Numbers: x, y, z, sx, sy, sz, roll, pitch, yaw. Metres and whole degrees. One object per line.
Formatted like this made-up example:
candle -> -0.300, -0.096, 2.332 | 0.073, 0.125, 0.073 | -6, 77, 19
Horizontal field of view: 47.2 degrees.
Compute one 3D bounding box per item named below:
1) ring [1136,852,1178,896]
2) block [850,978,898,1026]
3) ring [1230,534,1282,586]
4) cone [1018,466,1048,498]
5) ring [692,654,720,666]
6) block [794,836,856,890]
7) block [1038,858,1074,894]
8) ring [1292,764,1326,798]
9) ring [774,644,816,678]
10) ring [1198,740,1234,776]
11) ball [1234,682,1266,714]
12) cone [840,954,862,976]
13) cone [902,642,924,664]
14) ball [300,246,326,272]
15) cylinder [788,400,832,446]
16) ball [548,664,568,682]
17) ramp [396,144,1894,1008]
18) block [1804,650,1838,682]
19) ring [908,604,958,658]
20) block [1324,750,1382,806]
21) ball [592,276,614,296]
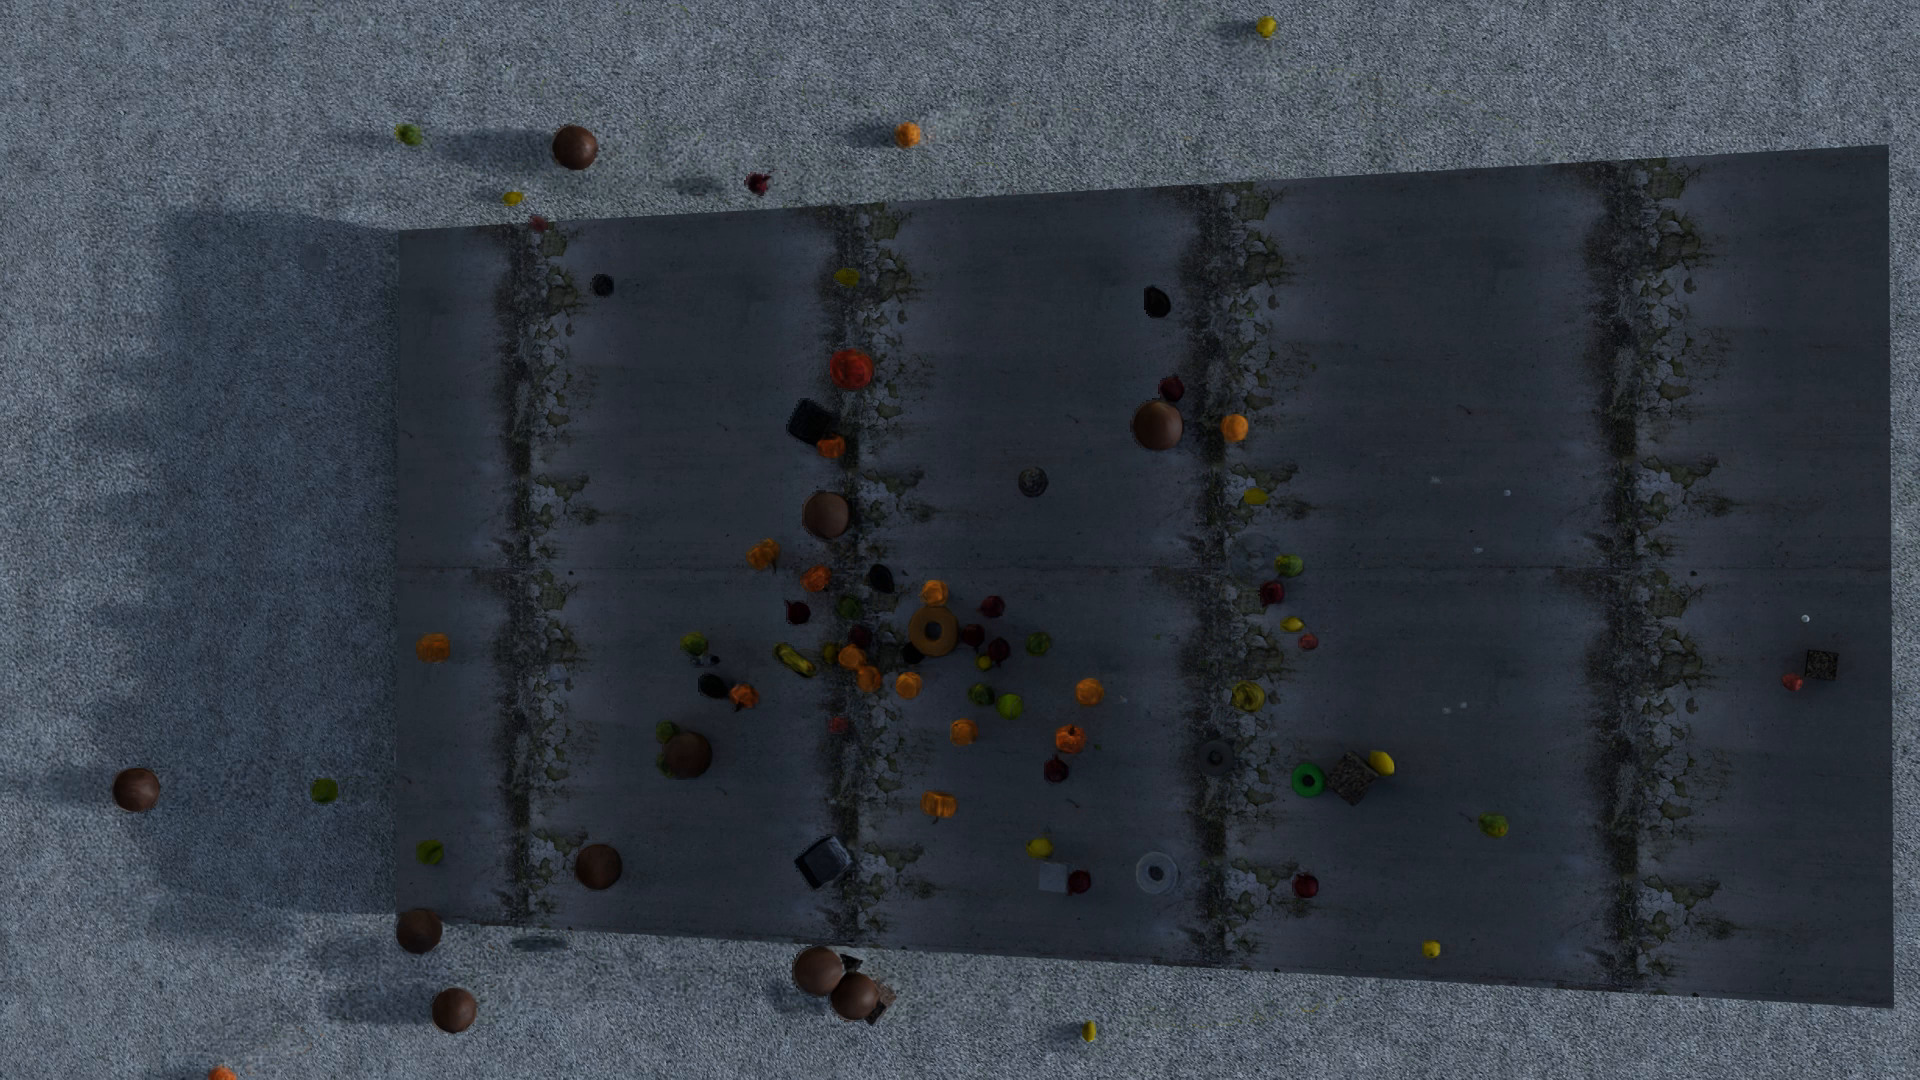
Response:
ring -> 0.503, 0.853, 5.621 | 0.111, 0.037, 0.111 | 0, 89, 20
block -> -0.249, 1.344, 6.399 | 0.083, 0.083, 0.083 | 39, 111, 12
ring -> 0.745, 0.052, 5.545 | 0.134, 0.045, 0.134 | 0, 89, 19
cone -> 0.178, -0.153, 5.721 | 0.082, 0.082, 0.082 | 0, 89, 19
ring -> -0.697, 0.329, 6.015 | 0.077, 0.077, 0.026 | 4, 97, 0
block -> -0.362, 0.864, 5.883 | 0.098, 0.098, 0.098 | -40, 78, 14
block -> 0.249, 0.869, 5.689 | 0.071, 0.071, 0.071 | 6, 91, 19
ring -> 0.873, 0.603, 5.503 | 0.087, 0.029, 0.087 | 0, 90, 18
ring -> -0.441, 0.326, 5.901 | 0.131, 0.131, 0.044 | 36, 85, 0
ring -> 0.651, 0.552, 5.578 | 0.093, 0.031, 0.093 | 0, 89, 18
ball -> 0.728, 0.396, 5.527 | 0.080, 0.080, 0.080 | 0, 89, 0
cone -> -0.316, 1.182, 6.178 | 0.061, 0.061, 0.061 | 41, 89, 21
cone -> -0.135, 0.301, 5.832 | 0.062, 0.062, 0.062 | 0, 89, 19
ball -> -1.895, -0.825, 6.447 | 0.075, 0.075, 0.075 | 0, 89, 0
cylinder -> -0.404, -0.315, 5.915 | 0.091, 0.091, 0.091 | 29, 98, 0
ball -> -1.131, 0.373, 6.174 | 0.054, 0.054, 0.054 | 0, 89, 0
ramp -> 0.278, 0.091, 5.780 | 4.000, 0.100, 2.000 | 0, 89, 19
block -> 2.000, 0.291, 5.105 | 0.064, 0.064, 0.064 | 7, 92, 19
ring -> -0.069, 0.240, 5.819 | 0.142, 0.047, 0.142 | 0, 91, 20
block -> 0.970, 0.589, 5.435 | 0.094, 0.094, 0.094 | 39, 101, 15
ball -> -0.997, -0.709, 6.142 | 0.056, 0.056, 0.056 | 0, 89, 0
